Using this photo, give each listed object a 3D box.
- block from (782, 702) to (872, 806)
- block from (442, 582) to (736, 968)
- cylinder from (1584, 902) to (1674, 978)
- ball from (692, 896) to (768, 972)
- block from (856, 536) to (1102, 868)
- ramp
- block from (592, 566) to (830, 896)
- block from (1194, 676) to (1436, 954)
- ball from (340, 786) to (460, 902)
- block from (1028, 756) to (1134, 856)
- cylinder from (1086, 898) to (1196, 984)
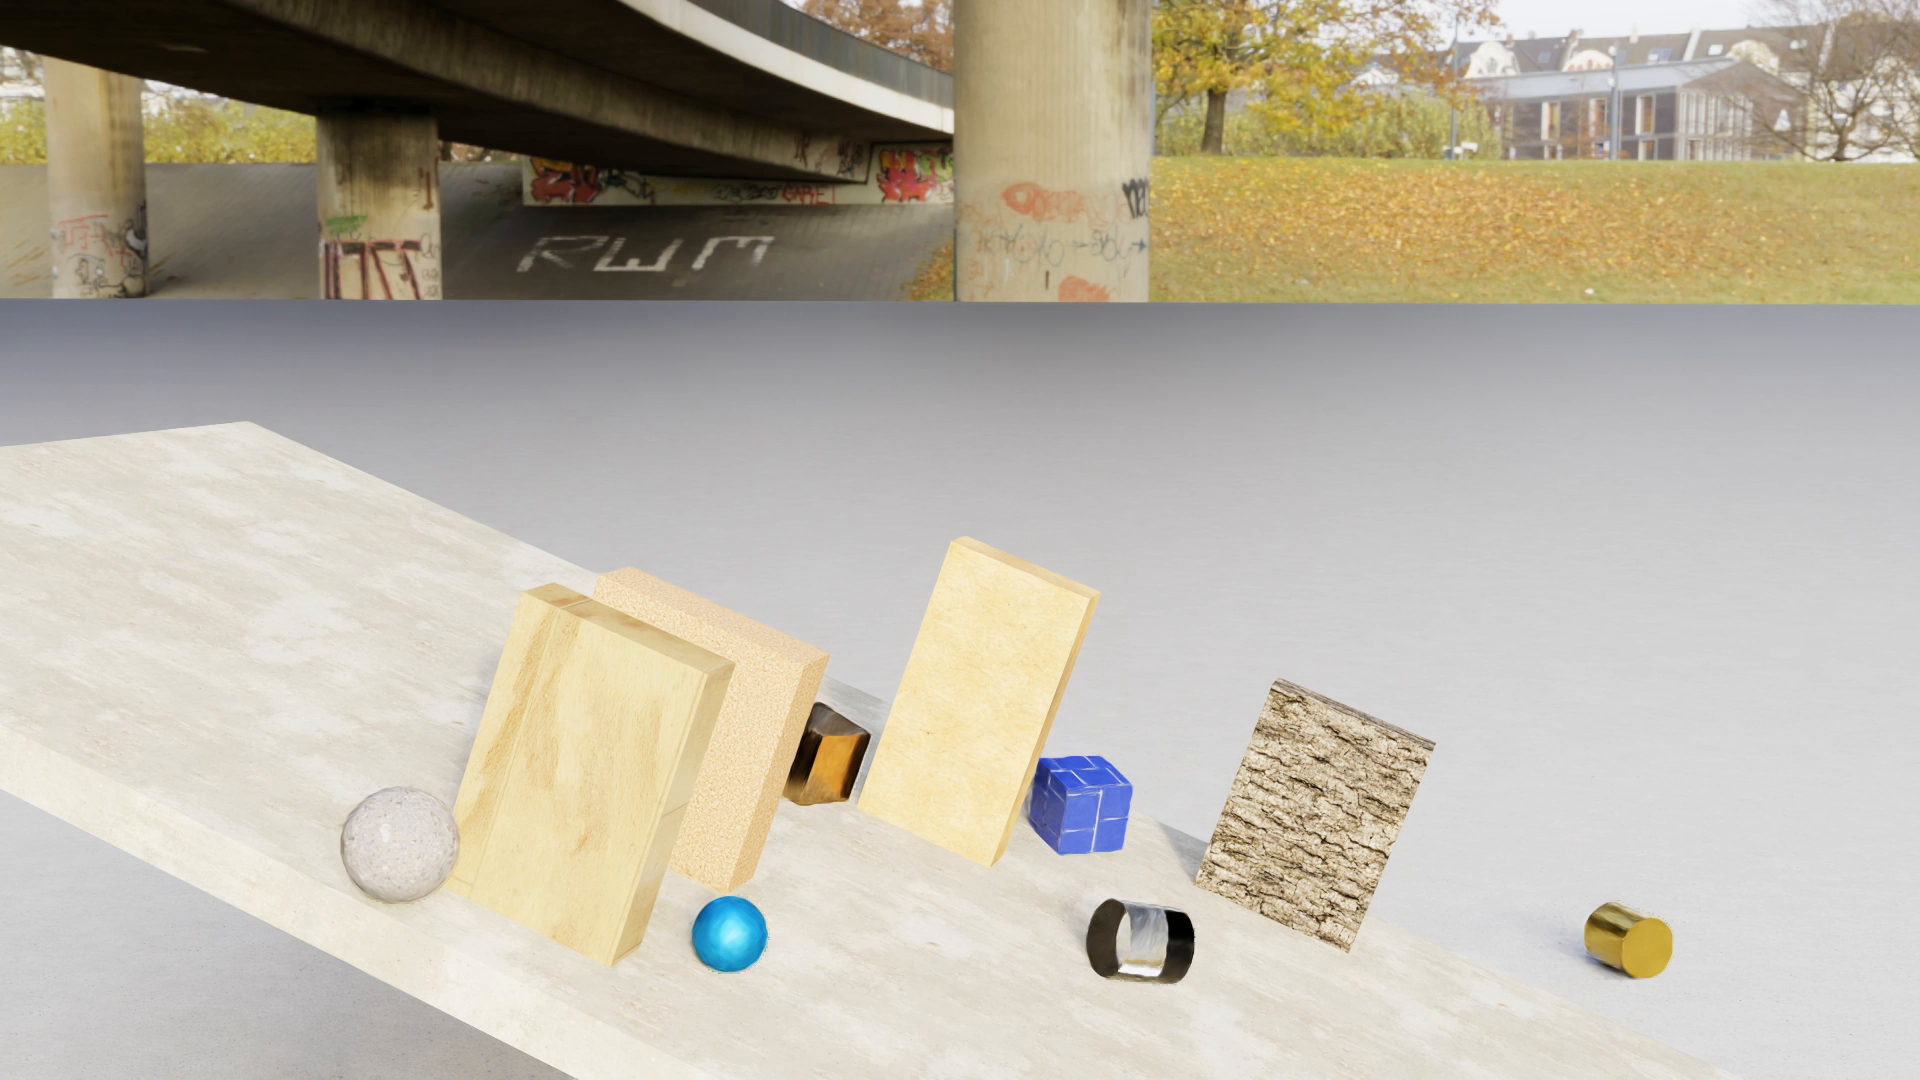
[{"bbox_3d":[-0.303,0.428,4.426,0.152,0.152,0.152,28,15,34],"label":"block"},{"bbox_3d":[-0.591,0.364,3.438,0.329,0.500,0.108,23,13,13],"label":"block"},{"bbox_3d":[1.776,1.063,5.846,0.163,0.163,0.163,-2,7,-20],"label":"cylinder"},{"bbox_3d":[-0.368,0.631,3.521,0.120,0.120,0.120,0,7,0],"label":"ball"},{"bbox_3d":[0.035,0.322,4.389,0.299,0.585,0.098,23,13,13],"label":"block"},{"bbox_3d":[-0.331,0.605,4.210,4.000,0.100,2.000,23,13,13],"label":"ramp"},{"bbox_3d":[-0.497,0.331,3.868,0.405,0.439,0.126,23,13,13],"label":"block"},{"bbox_3d":[0.746,0.579,4.640,0.354,0.472,0.086,23,13,13],"label":"block"},{"bbox_3d":[-0.855,0.464,3.358,0.177,0.177,0.177,0,7,0],"label":"ball"},{"bbox_3d":[0.254,0.559,4.651,0.151,0.151,0.151,-1,20,-25],"label":"block"},{"bbox_3d":[0.334,0.743,4.067,0.143,0.143,0.143,13,0,-29],"label":"cylinder"}]
